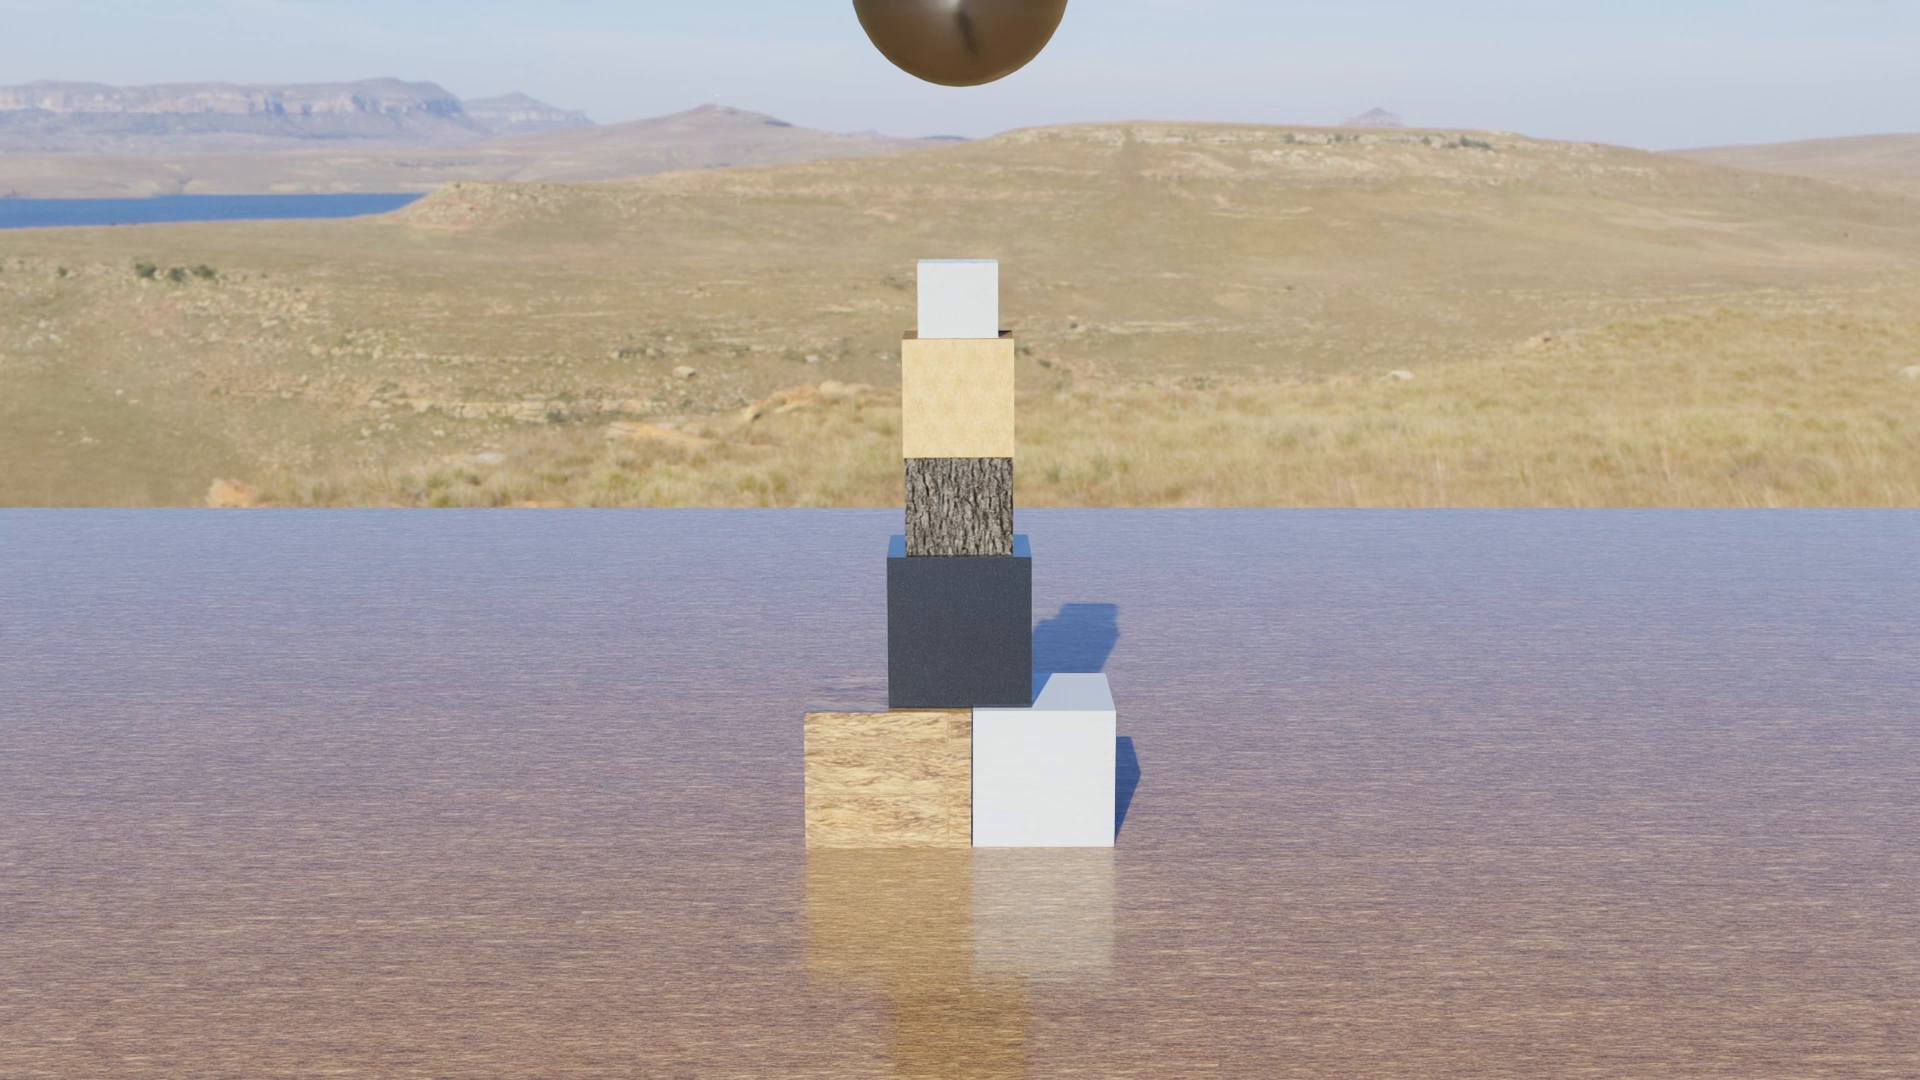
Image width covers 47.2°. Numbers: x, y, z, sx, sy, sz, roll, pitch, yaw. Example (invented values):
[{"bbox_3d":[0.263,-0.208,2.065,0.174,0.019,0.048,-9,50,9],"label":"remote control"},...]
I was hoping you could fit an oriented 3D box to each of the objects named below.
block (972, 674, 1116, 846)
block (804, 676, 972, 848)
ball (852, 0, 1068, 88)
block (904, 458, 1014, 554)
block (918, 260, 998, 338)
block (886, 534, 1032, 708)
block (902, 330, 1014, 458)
[{"bbox_3d":[0.421,1.127,11.400,0.710,0.703,0.788,0,10,0],"label":"block"},{"bbox_3d":[-0.360,1.134,11.370,0.832,0.700,0.766,0,10,0],"label":"block"},{"bbox_3d":[0.000,-4.045,15.684,1.600,1.600,1.600,0,10,0],"label":"ball"},{"bbox_3d":[-0.005,-0.214,11.153,0.536,0.490,0.504,0,10,0],"label":"block"},{"bbox_3d":[-0.011,-1.206,10.968,0.393,0.366,0.362,0,10,0],"label":"block"},{"bbox_3d":[-0.002,0.406,11.258,0.717,0.767,0.634,0,10,0],"label":"block"},{"bbox_3d":[-0.008,-0.740,11.056,0.548,0.582,0.521,0,10,0],"label":"block"}]
